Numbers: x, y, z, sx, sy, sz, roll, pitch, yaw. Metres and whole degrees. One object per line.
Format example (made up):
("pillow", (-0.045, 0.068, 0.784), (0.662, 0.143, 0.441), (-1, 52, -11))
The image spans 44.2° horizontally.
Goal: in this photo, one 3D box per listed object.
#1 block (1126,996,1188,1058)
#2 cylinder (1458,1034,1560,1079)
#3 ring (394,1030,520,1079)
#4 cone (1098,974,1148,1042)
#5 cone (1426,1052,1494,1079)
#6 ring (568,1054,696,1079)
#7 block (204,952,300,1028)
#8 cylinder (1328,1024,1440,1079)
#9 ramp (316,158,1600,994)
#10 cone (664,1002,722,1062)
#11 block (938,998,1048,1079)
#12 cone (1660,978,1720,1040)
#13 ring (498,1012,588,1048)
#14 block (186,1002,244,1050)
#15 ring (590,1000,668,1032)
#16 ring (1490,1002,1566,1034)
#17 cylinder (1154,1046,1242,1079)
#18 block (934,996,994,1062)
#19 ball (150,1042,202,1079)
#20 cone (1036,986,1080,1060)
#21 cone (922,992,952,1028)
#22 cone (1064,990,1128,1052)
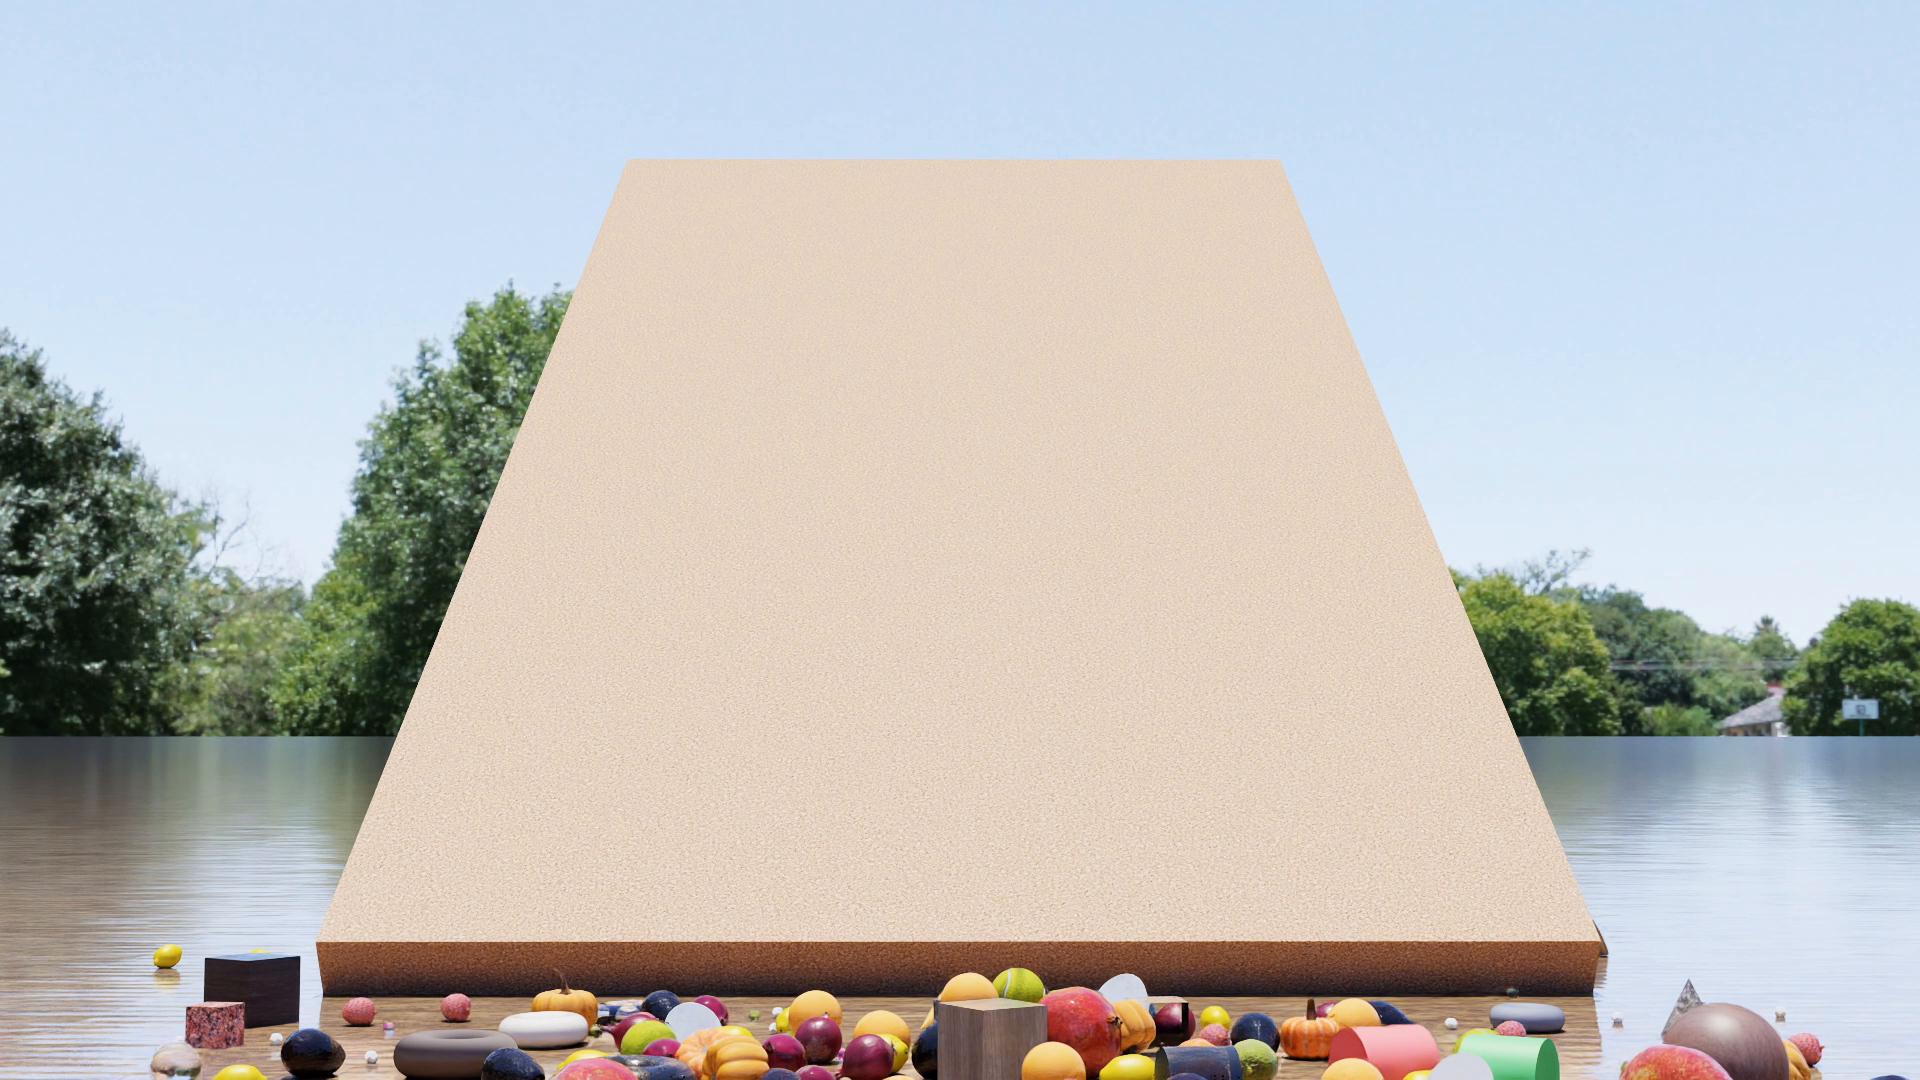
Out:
("block", (0.253, 0.624, 3.036), (0.068, 0.068, 0.068), (1, -5, -6))
("cylinder", (0.586, 0.574, 2.531), (0.086, 0.086, 0.086), (-3, -5, 31))
("ring", (-0.604, 0.618, 2.840), (0.149, 0.050, 0.149), (1, -5, 0))
("cone", (0.242, 0.647, 3.166), (0.100, 0.100, 0.100), (36, -26, -33))
("cone", (0.545, 0.595, 2.485), (0.085, 0.085, 0.085), (-5, -33, 46))
("ring", (-0.363, 0.602, 2.624), (0.143, 0.048, 0.143), (1, -5, 0))
("block", (-1.003, 0.637, 3.352), (0.093, 0.093, 0.093), (-3, -6, 33))
("cylinder", (0.466, 0.579, 2.600), (0.089, 0.089, 0.089), (2, -5, -21))
("ramp", (-0.010, -0.227, 5.490), (2.000, 0.100, 4.000), (0, 27, 0))
("cone", (-0.351, 0.639, 3.006), (0.078, 0.078, 0.078), (2, -32, -27))
("block", (0.038, 0.591, 2.775), (0.092, 0.092, 0.092), (3, -6, -34))
("cone", (0.988, 0.632, 3.204), (0.079, 0.079, 0.079), (0, -5, 0))
("ring", (-0.549, 0.646, 3.117), (0.118, 0.039, 0.118), (-1, -5, 0))
("block", (-0.977, 0.637, 3.104), (0.054, 0.054, 0.054), (-1, -5, 12))
("ring", (-0.460, 0.661, 3.286), (0.108, 0.036, 0.108), (-1, -5, 0))
("ring", (0.784, 0.660, 3.270), (0.103, 0.034, 0.103), (1, -6, 0))
("cylinder", (0.253, 0.578, 2.516), (0.077, 0.077, 0.077), (1, -5, -9))
("block", (0.019, 0.614, 2.963), (0.076, 0.076, 0.076), (3, -6, -35))
("ball", (-0.899, 0.604, 2.713), (0.056, 0.056, 0.056), (0, -5, 0))
("cone", (0.109, 0.611, 3.012), (0.090, 0.090, 0.090), (0, -5, 0))
("cone", (-0.033, 0.667, 3.293), (0.056, 0.056, 0.056), (-28, 9, -28))
("cone", (0.188, 0.642, 3.066), (0.083, 0.083, 0.083), (31, 17, 39))
